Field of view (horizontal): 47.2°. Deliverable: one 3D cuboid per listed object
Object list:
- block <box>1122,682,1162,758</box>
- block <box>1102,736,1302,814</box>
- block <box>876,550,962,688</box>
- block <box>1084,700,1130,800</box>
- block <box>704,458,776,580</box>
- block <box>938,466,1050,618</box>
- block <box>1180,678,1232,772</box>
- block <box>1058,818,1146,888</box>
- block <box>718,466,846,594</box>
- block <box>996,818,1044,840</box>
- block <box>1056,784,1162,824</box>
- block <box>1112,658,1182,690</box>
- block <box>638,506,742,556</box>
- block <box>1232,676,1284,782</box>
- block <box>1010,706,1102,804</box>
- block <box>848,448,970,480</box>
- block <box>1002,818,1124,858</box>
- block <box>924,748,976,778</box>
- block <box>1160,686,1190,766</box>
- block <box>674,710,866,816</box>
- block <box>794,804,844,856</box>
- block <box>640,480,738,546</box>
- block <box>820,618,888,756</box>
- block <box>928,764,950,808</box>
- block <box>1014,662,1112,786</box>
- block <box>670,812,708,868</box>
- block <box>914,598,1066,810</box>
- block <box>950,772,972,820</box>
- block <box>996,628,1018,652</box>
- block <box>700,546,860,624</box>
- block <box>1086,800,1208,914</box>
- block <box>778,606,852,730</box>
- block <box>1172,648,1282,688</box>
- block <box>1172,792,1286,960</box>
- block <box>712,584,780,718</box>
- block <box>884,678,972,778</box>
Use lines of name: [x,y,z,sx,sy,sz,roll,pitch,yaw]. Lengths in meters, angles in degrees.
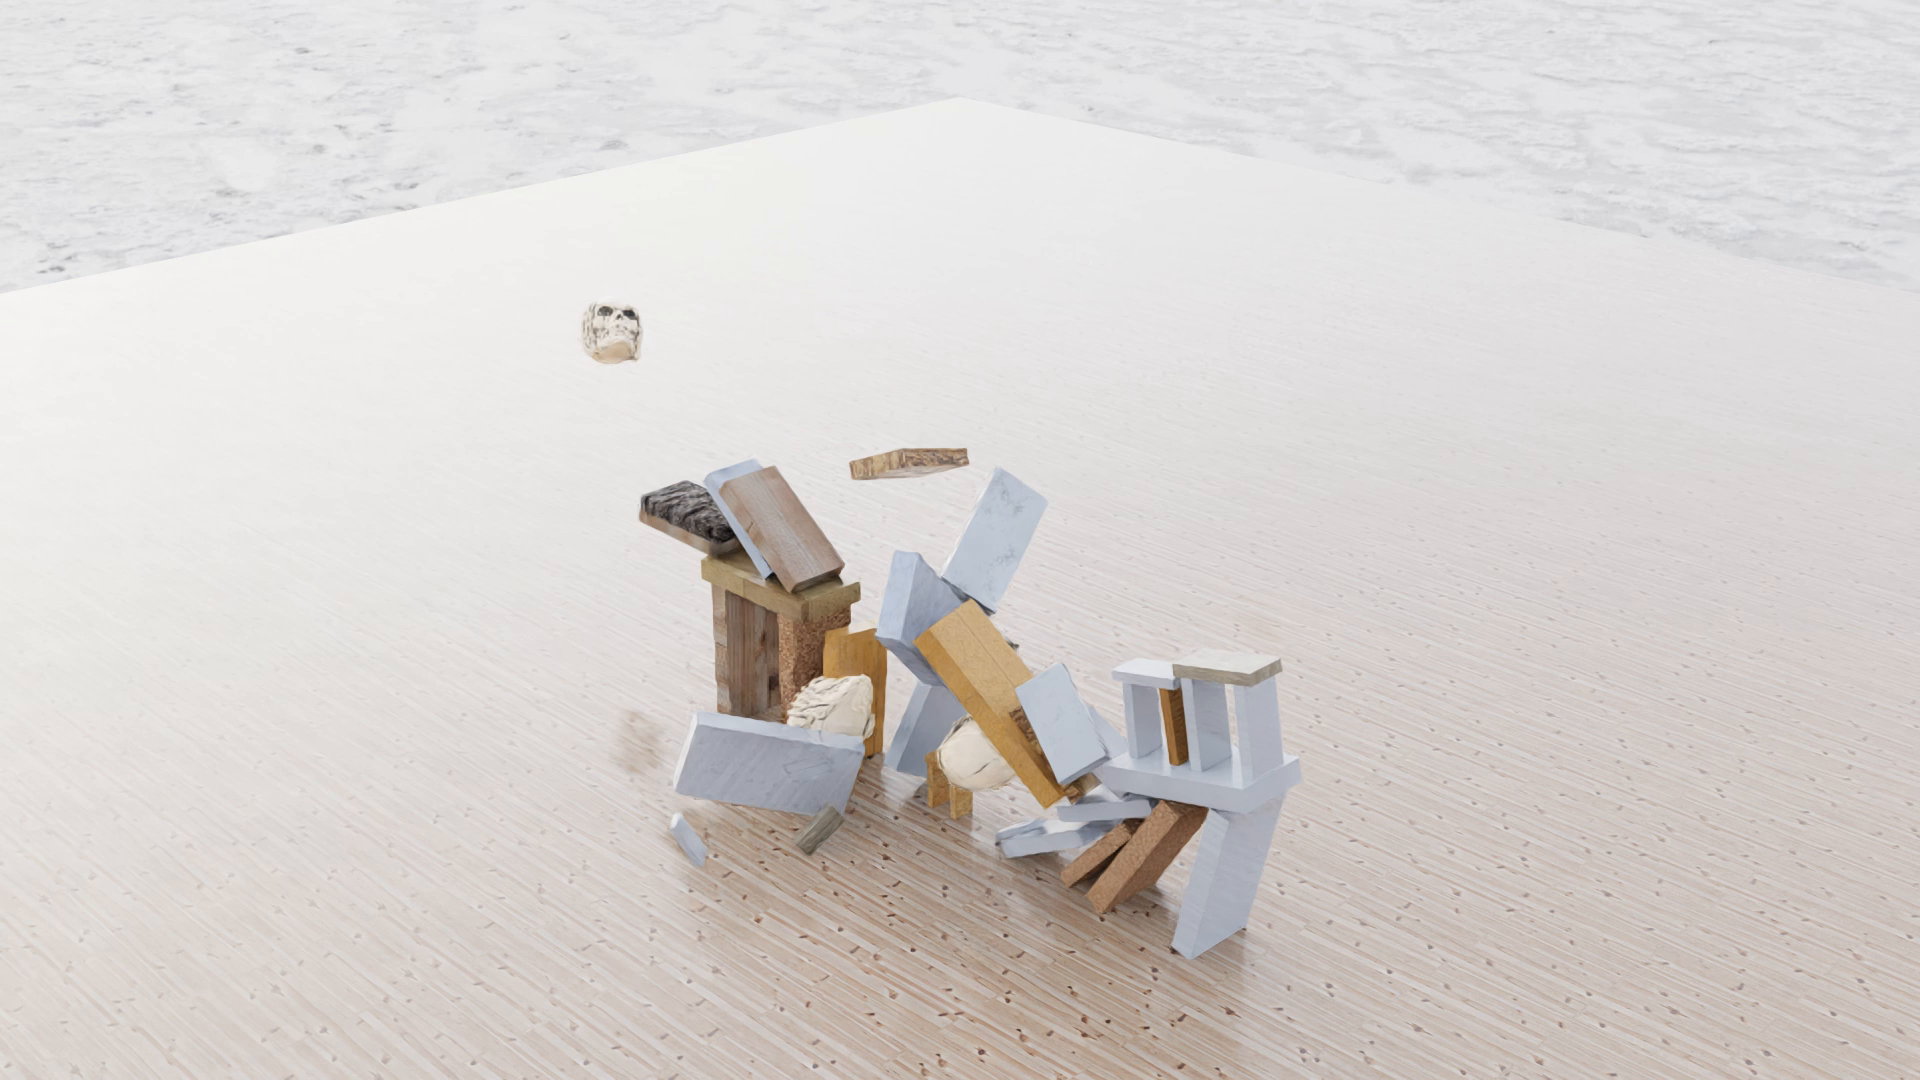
block: [0.332,0.317,3.999,0.021,0.145,0.072,9,22,43]
block: [0.431,0.417,3.934,0.162,0.046,0.324,-22,18,-41]
block: [-0.075,0.157,4.276,0.049,0.172,0.344,7,-17,18]
block: [0.266,0.391,4.105,0.103,0.029,0.205,-20,53,-44]
block: [-0.424,-0.047,4.667,0.128,0.036,0.257,-21,72,-41]
block: [0.071,0.003,4.711,0.138,0.039,0.318,34,57,-11]
block: [0.436,0.313,3.884,0.087,0.174,0.025,-21,20,-41]
block: [0.293,0.574,4.151,0.119,0.238,0.034,-21,72,-40]
block: [-0.374,-0.024,4.616,0.138,0.039,0.275,-21,67,-40]
block: [0.118,0.568,4.328,0.050,0.014,0.099,-20,-3,-38]
block: [0.306,0.487,4.113,0.119,0.034,0.238,-22,7,-43]
block: [0.351,0.240,3.948,0.072,0.021,0.145,-21,19,-41]
block: [-0.578,-0.037,4.838,0.128,0.036,0.257,-21,33,-41]
block: [0.517,0.320,3.800,0.087,0.174,0.025,-21,20,-41]
block: [0.187,0.389,4.144,0.205,0.029,0.103,55,35,7]
block: [-0.108,-0.165,4.754,0.138,0.039,0.275,-13,-4,29]
block: [0.199,0.565,4.240,0.119,0.034,0.238,-20,0,-38]
block: [-0.020,0.449,4.433,0.098,0.014,0.049,21,31,41]
block: [0.397,0.323,3.933,0.072,0.145,0.021,-21,18,-41]
block: [-0.378,0.448,4.361,0.344,0.172,0.049,11,28,-17]
block: [-0.275,0.568,4.300,0.099,0.050,0.014,-45,39,-12]
block: [-0.566,-0.062,4.807,0.257,0.036,0.128,22,32,39]
block: [-0.222,0.320,4.617,0.144,0.289,0.041,-13,24,-43]
block: [-0.043,0.492,4.476,0.014,0.098,0.049,21,31,41]
block: [0.189,0.339,4.057,0.103,0.029,0.205,-32,61,11]
block: [-0.512,0.565,4.144,0.014,0.099,0.050,-23,26,17]
block: [0.091,0.309,4.185,0.402,0.049,0.172,52,35,3]
block: [0.003,0.510,4.434,0.014,0.098,0.049,21,31,41]
block: [-0.012,0.164,4.606,0.144,0.041,0.289,21,9,-37]
block: [-0.383,0.084,4.669,0.326,0.046,0.163,21,31,40]
block: [0.368,0.557,4.065,0.162,0.324,0.046,-22,63,-42]
block: [-0.305,0.286,4.671,0.163,0.326,0.046,-21,31,-41]
block: [0.463,0.221,3.816,0.087,0.025,0.174,-21,18,-41]
block: [0.482,0.590,3.952,0.162,0.324,0.046,-21,44,-41]
block: [-0.459,0.226,4.812,0.163,0.326,0.046,-21,31,-41]
block: [-0.040,0.347,4.528,0.144,0.289,0.041,19,5,-45]
